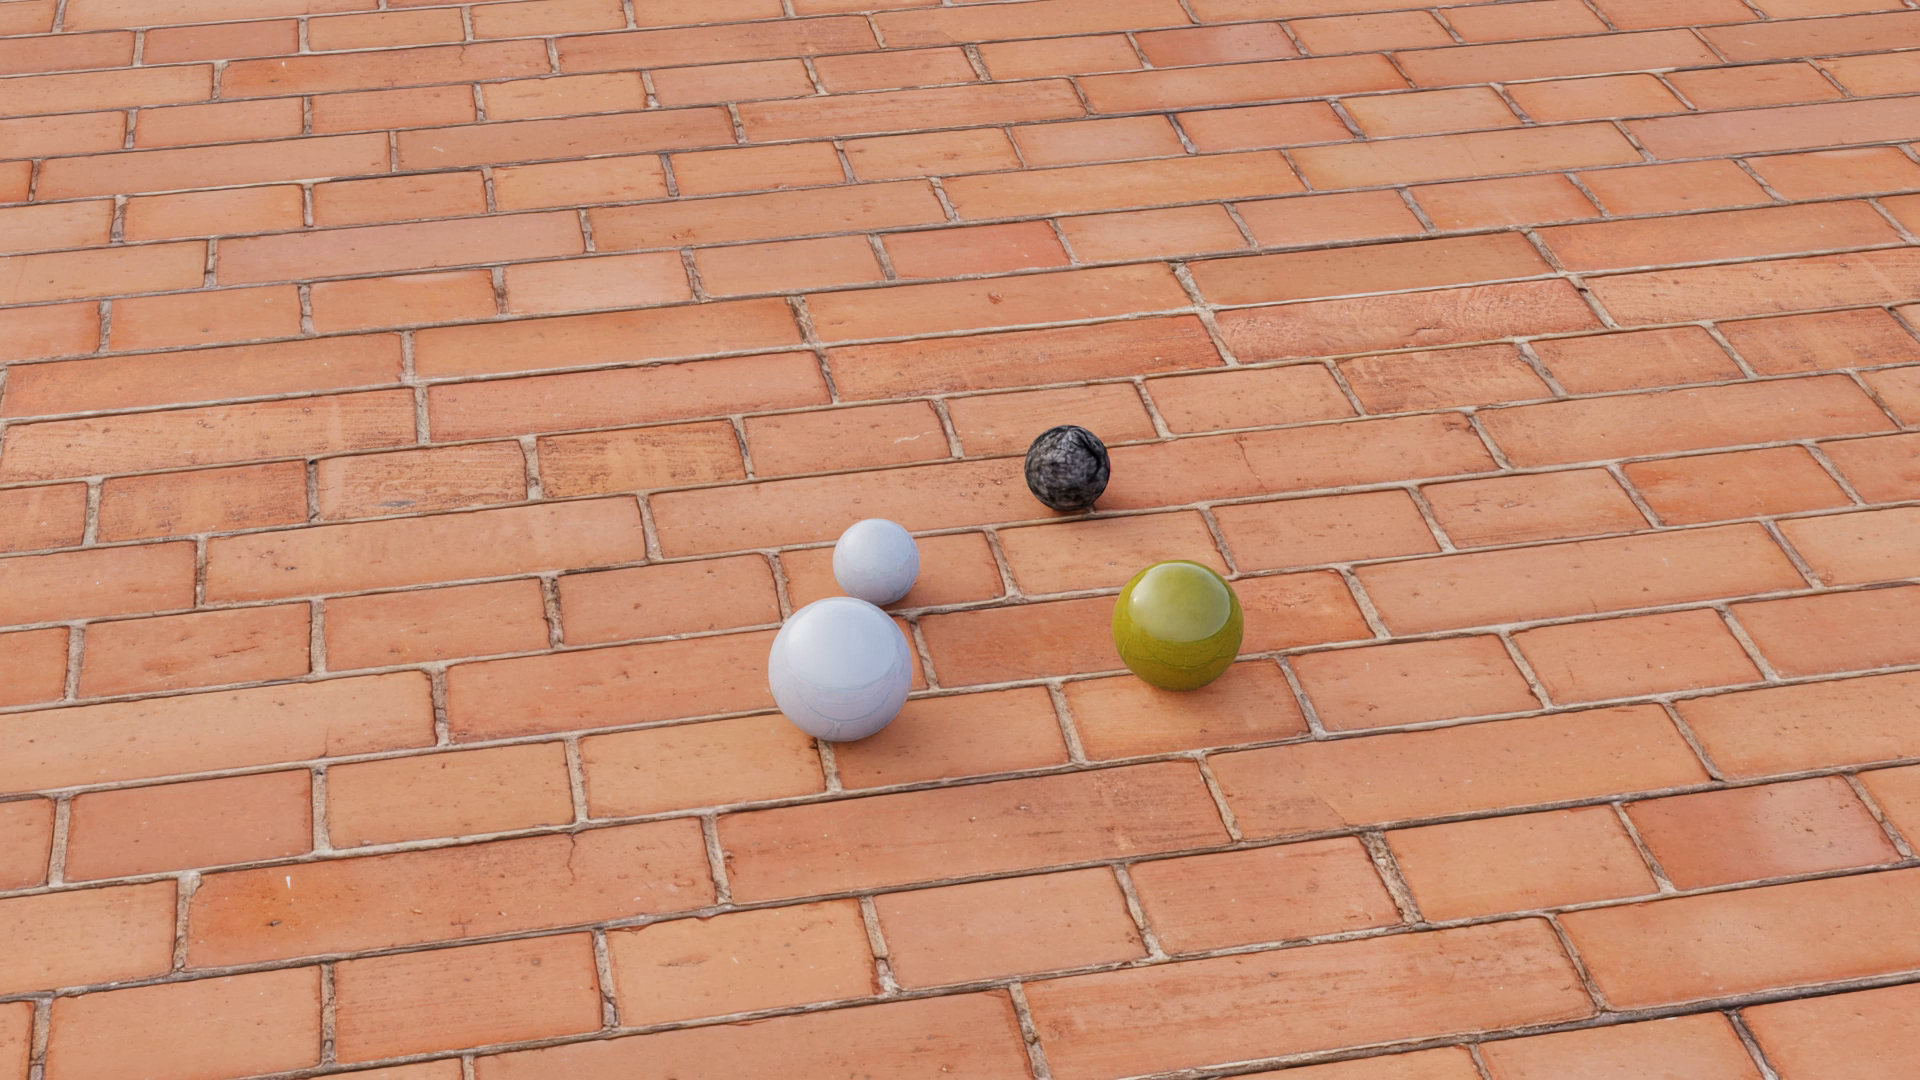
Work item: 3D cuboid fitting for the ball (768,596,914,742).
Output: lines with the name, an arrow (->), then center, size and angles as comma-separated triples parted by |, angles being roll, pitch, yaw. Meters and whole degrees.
ball -> -0.060, 0.065, 1.487 | 0.074, 0.074, 0.074 | 0, 32, 0

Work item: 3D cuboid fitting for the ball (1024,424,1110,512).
ball -> 0.061, -0.041, 1.679 | 0.049, 0.049, 0.049 | 0, 32, 0

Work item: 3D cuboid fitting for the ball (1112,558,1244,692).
ball -> 0.113, 0.044, 1.525 | 0.069, 0.069, 0.069 | 0, 32, 0

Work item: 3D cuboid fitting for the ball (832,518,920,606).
ball -> -0.045, 0.012, 1.596 | 0.048, 0.048, 0.048 | 0, 32, 0
